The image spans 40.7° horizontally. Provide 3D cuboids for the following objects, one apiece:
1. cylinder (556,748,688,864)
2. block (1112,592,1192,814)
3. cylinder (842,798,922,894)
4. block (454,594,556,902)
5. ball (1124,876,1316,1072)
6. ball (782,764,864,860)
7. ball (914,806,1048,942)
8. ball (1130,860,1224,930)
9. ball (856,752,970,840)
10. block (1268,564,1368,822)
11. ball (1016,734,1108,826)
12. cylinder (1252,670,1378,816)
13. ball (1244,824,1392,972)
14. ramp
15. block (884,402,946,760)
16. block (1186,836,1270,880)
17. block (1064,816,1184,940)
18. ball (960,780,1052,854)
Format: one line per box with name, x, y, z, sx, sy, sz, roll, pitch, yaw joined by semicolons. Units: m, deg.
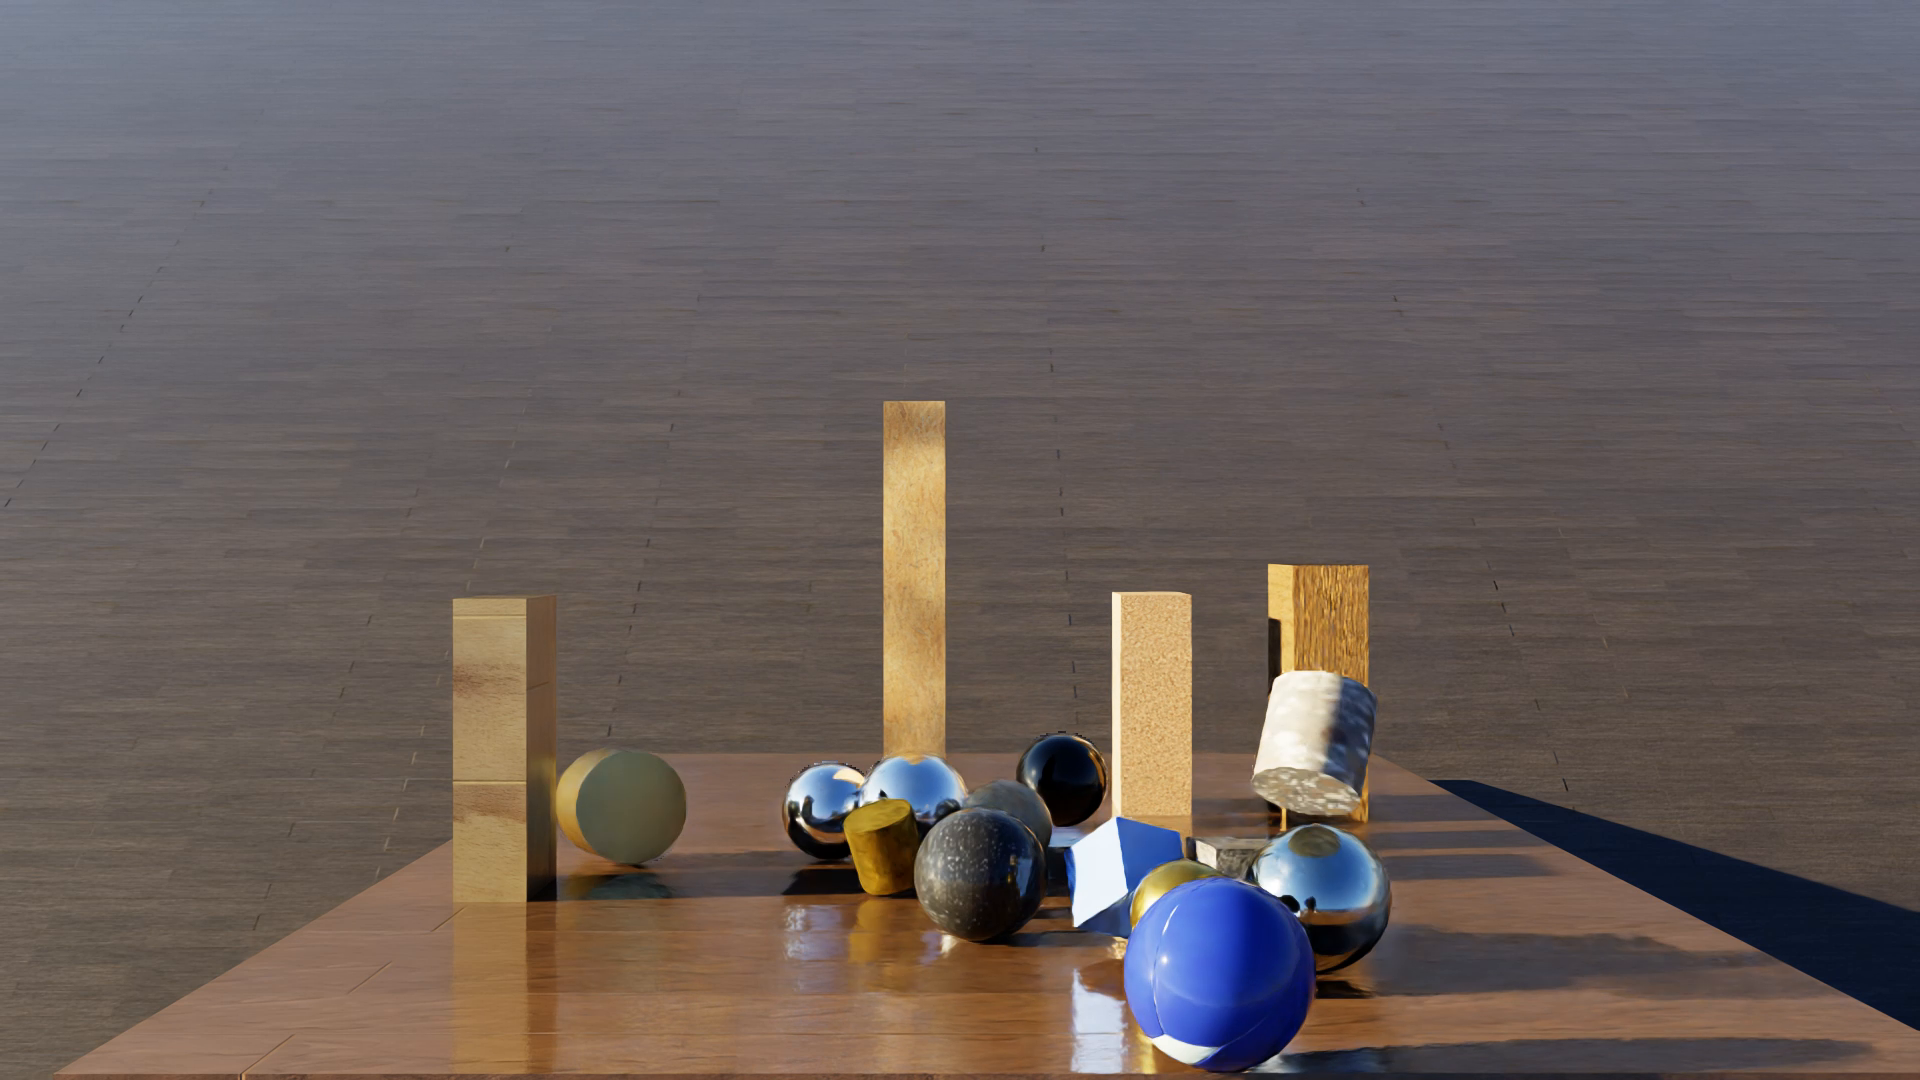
cylinder;-0.579;0.451;4.412;0.189;0.189;0.189;-12;1;-20
block;0.392;0.329;5.313;0.141;0.439;0.281;0;0;0
cylinder;-0.114;0.472;3.991;0.109;0.109;0.109;-14;18;5
block;-0.713;0.319;4.068;0.111;0.460;0.293;0;0;0
ball;0.268;0.448;2.674;0.199;0.199;0.199;0;30;0
ball;-0.223;0.466;4.445;0.165;0.165;0.165;0;30;0
ball;0.028;0.457;3.535;0.184;0.184;0.184;0;30;0
ball;0.287;0.478;3.299;0.141;0.141;0.141;0;30;0
ball;-0.077;0.452;4.338;0.195;0.195;0.195;0;30;0
block;0.720;0.299;5.220;0.147;0.499;0.402;0;0;0
ball;0.195;0.461;4.963;0.178;0.178;0.178;0;30;0
cylinder;0.450;0.257;3.271;0.137;0.137;0.137;8;62;14
ball;0.453;0.454;3.286;0.187;0.187;0.187;0;30;0
ramp;0.067;0.599;4.658;2.000;0.100;4.000;0;0;0
block;-0.078;0.155;4.560;0.105;0.787;0.246;0;0;0
block;0.385;0.474;3.440;0.141;0.141;0.141;3;-1;-11
block;0.225;0.456;3.473;0.112;0.112;0.112;17;50;-33
ball;0.072;0.470;4.228;0.157;0.157;0.157;0;30;0
